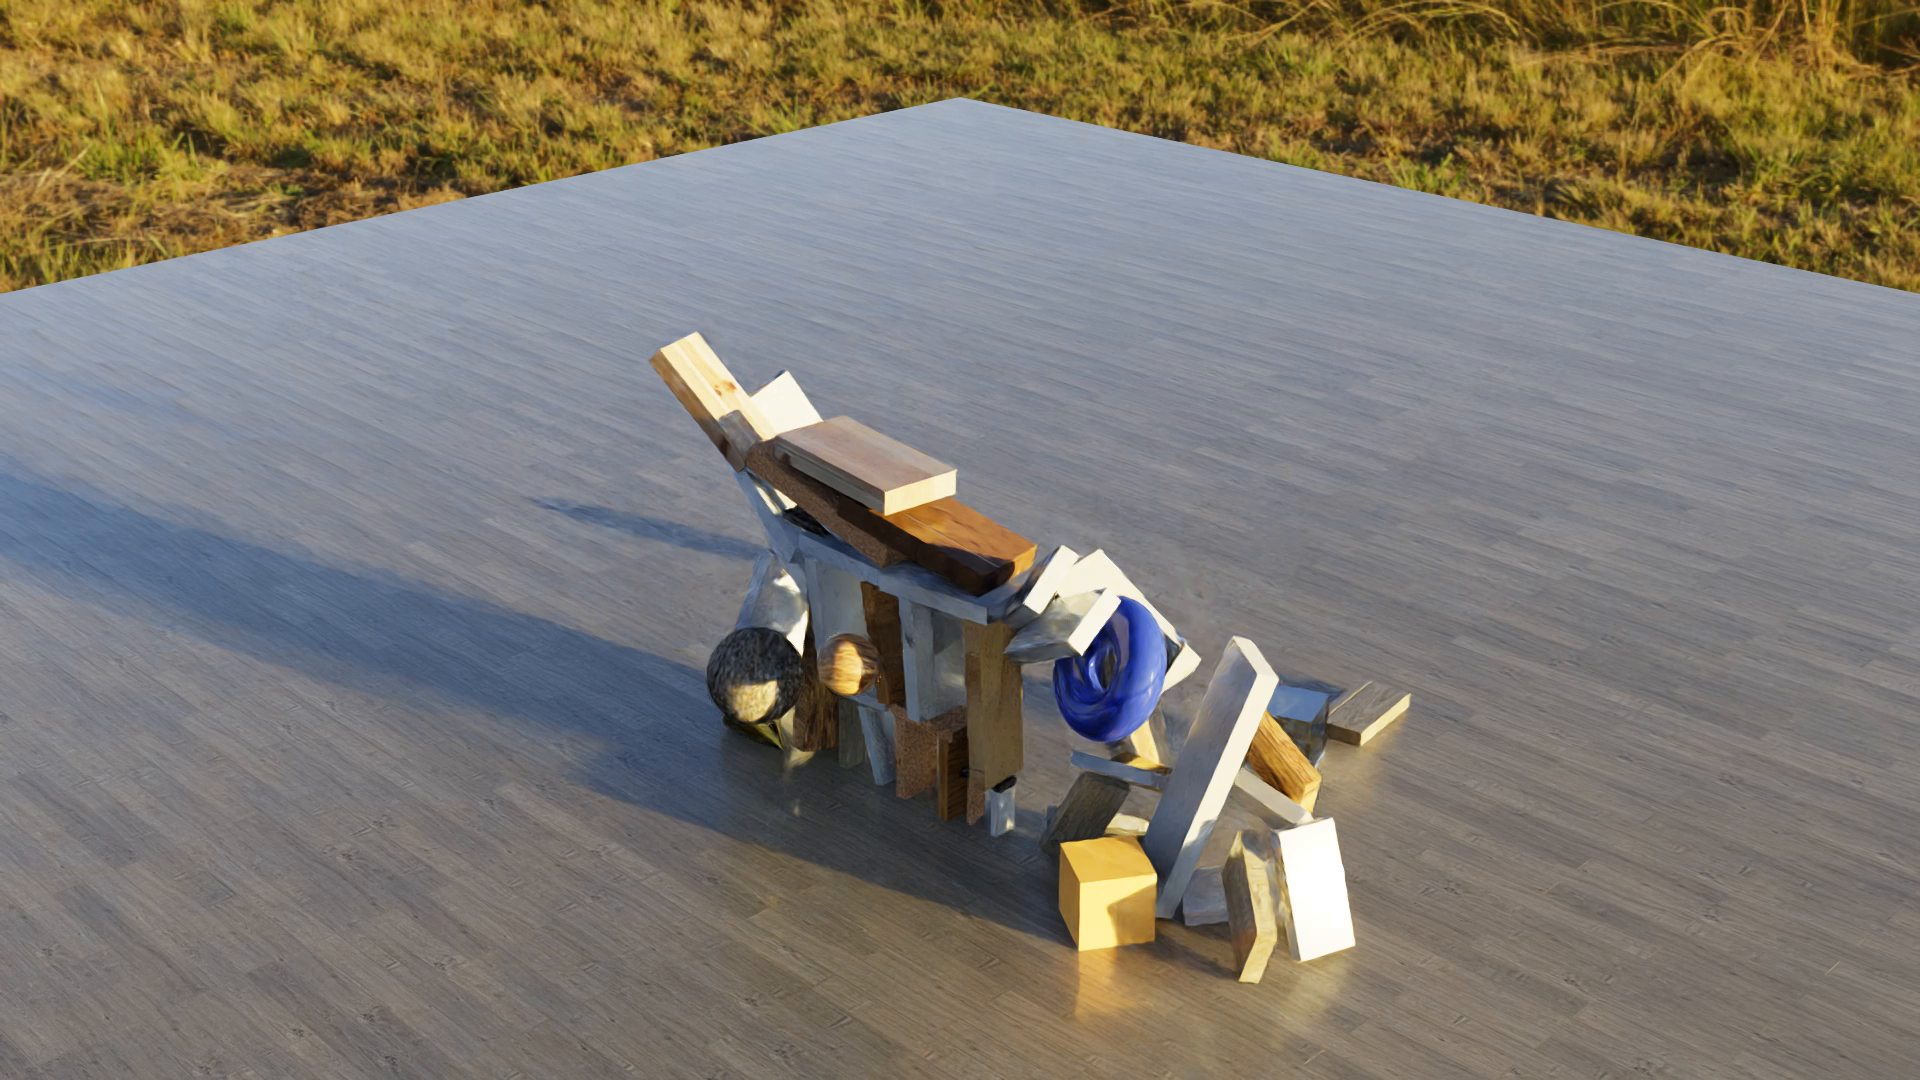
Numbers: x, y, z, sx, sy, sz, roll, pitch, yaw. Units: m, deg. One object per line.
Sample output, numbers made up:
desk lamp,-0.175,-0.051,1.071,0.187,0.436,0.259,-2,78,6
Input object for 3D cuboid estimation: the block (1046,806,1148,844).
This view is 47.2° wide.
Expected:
block,0.272,0.563,4.317,0.195,0.098,0.028,6,64,13

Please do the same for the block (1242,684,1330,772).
block,0.687,0.403,4.630,0.140,0.140,0.140,10,25,22

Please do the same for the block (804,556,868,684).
block,-0.244,0.153,4.554,0.128,0.272,0.036,-19,21,-36

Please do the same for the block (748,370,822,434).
block,-0.365,-0.211,4.906,0.152,0.303,0.043,-38,17,-13

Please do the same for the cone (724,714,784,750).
cone,-0.415,0.404,4.729,0.137,0.137,0.137,-18,55,-36

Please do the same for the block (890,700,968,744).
block,-0.045,0.352,4.422,0.093,0.026,0.185,-20,30,-39

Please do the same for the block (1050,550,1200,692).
block,0.312,0.168,4.271,0.150,0.042,0.300,-30,69,-33

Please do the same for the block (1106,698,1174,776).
block,0.331,0.309,4.314,0.150,0.042,0.300,25,44,-41

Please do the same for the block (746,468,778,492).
block,-0.401,-0.142,4.708,0.065,0.018,0.130,-12,31,-39

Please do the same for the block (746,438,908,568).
block,-0.231,-0.092,4.459,0.411,0.050,0.177,36,38,30

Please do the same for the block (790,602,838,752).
block,-0.261,0.281,4.652,0.162,0.323,0.046,-5,21,-40

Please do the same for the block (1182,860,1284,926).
block,0.534,0.654,4.098,0.236,0.033,0.118,-8,32,9

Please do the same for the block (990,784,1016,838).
block,0.085,0.534,4.368,0.052,0.103,0.015,-19,31,-40

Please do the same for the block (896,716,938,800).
block,-0.088,0.431,4.507,0.093,0.185,0.026,-21,31,-40

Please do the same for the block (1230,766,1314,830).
block,0.591,0.508,4.169,0.036,0.126,0.252,-45,37,-10

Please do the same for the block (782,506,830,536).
block,-0.302,-0.042,4.546,0.065,0.018,0.131,-19,29,-39

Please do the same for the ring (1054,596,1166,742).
ring,0.273,0.236,4.038,0.091,0.273,0.273,13,13,-34

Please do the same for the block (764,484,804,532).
block,-0.327,-0.041,4.663,0.065,0.018,0.265,-7,47,-38

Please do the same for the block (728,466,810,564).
block,-0.363,-0.075,4.737,0.152,0.043,0.303,-6,46,-36

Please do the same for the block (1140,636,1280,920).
block,0.446,0.441,4.064,0.042,0.523,0.150,14,21,-19

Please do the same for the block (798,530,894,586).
block,-0.199,0.022,4.465,0.128,0.036,0.256,-20,30,-38

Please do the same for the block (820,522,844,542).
block,-0.259,-0.045,4.499,0.059,0.017,0.119,-20,52,-41

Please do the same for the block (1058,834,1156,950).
block,0.271,0.648,4.050,0.143,0.143,0.143,-5,23,-12

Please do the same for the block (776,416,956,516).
block,-0.192,-0.153,4.391,0.177,0.050,0.355,-19,32,-37

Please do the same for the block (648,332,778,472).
block,-0.519,-0.295,4.693,0.043,0.303,0.152,-39,0,31

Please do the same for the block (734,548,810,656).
block,-0.410,0.188,4.855,0.162,0.323,0.046,13,9,-38

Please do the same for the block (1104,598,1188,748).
block,0.313,0.251,4.151,0.037,0.259,0.130,-2,40,-48

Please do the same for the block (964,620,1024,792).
block,0.067,0.303,4.285,0.037,0.354,0.130,13,25,36

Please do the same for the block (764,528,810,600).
block,-0.298,0.041,4.732,0.162,0.046,0.323,2,23,-23

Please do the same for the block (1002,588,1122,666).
block,0.184,0.161,4.034,0.130,0.037,0.259,-52,15,-22

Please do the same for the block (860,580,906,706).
block,-0.123,0.192,4.442,0.128,0.256,0.036,-20,18,-38

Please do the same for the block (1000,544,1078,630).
block,0.145,0.091,4.078,0.037,0.130,0.259,35,-12,-2

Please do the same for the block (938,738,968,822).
block,-0.001,0.465,4.426,0.026,0.185,0.093,22,31,40

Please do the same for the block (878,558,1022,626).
block,-0.015,0.094,4.269,0.260,0.037,0.130,17,27,32

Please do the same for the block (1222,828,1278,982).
block,0.520,0.656,3.958,0.036,0.126,0.252,7,39,-8

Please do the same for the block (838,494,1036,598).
block,-0.047,-0.019,4.316,0.355,0.050,0.177,30,35,26

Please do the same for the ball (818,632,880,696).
ball,-0.217,0.242,4.278,0.123,0.123,0.123,0,23,0

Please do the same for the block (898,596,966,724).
block,-0.052,0.220,4.363,0.130,0.260,0.037,-20,25,-39

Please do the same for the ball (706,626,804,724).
ball,-0.424,0.281,4.564,0.203,0.203,0.203,0,23,0

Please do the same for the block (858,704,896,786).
block,-0.155,0.413,4.569,0.085,0.171,0.024,-22,13,-41

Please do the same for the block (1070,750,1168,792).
block,0.316,0.449,4.227,0.195,0.028,0.098,11,-10,41

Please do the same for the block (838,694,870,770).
block,-0.215,0.389,4.625,0.086,0.171,0.024,-21,31,-40

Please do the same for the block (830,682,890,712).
block,-0.181,0.310,4.545,0.086,0.024,0.171,-20,25,-40

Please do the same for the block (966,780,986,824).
block,0.033,0.513,4.415,0.015,0.104,0.052,14,24,25

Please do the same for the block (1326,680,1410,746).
block,0.880,0.378,4.827,0.118,0.033,0.236,16,28,33

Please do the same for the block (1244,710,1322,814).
block,0.592,0.403,4.208,0.036,0.126,0.252,-24,56,-20

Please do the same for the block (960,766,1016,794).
block,0.055,0.470,4.364,0.103,0.015,0.052,19,28,34

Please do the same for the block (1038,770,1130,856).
block,0.238,0.532,4.227,0.098,0.195,0.028,17,31,-20

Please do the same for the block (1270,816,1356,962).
block,0.637,0.631,3.979,0.118,0.236,0.033,-11,3,-25
